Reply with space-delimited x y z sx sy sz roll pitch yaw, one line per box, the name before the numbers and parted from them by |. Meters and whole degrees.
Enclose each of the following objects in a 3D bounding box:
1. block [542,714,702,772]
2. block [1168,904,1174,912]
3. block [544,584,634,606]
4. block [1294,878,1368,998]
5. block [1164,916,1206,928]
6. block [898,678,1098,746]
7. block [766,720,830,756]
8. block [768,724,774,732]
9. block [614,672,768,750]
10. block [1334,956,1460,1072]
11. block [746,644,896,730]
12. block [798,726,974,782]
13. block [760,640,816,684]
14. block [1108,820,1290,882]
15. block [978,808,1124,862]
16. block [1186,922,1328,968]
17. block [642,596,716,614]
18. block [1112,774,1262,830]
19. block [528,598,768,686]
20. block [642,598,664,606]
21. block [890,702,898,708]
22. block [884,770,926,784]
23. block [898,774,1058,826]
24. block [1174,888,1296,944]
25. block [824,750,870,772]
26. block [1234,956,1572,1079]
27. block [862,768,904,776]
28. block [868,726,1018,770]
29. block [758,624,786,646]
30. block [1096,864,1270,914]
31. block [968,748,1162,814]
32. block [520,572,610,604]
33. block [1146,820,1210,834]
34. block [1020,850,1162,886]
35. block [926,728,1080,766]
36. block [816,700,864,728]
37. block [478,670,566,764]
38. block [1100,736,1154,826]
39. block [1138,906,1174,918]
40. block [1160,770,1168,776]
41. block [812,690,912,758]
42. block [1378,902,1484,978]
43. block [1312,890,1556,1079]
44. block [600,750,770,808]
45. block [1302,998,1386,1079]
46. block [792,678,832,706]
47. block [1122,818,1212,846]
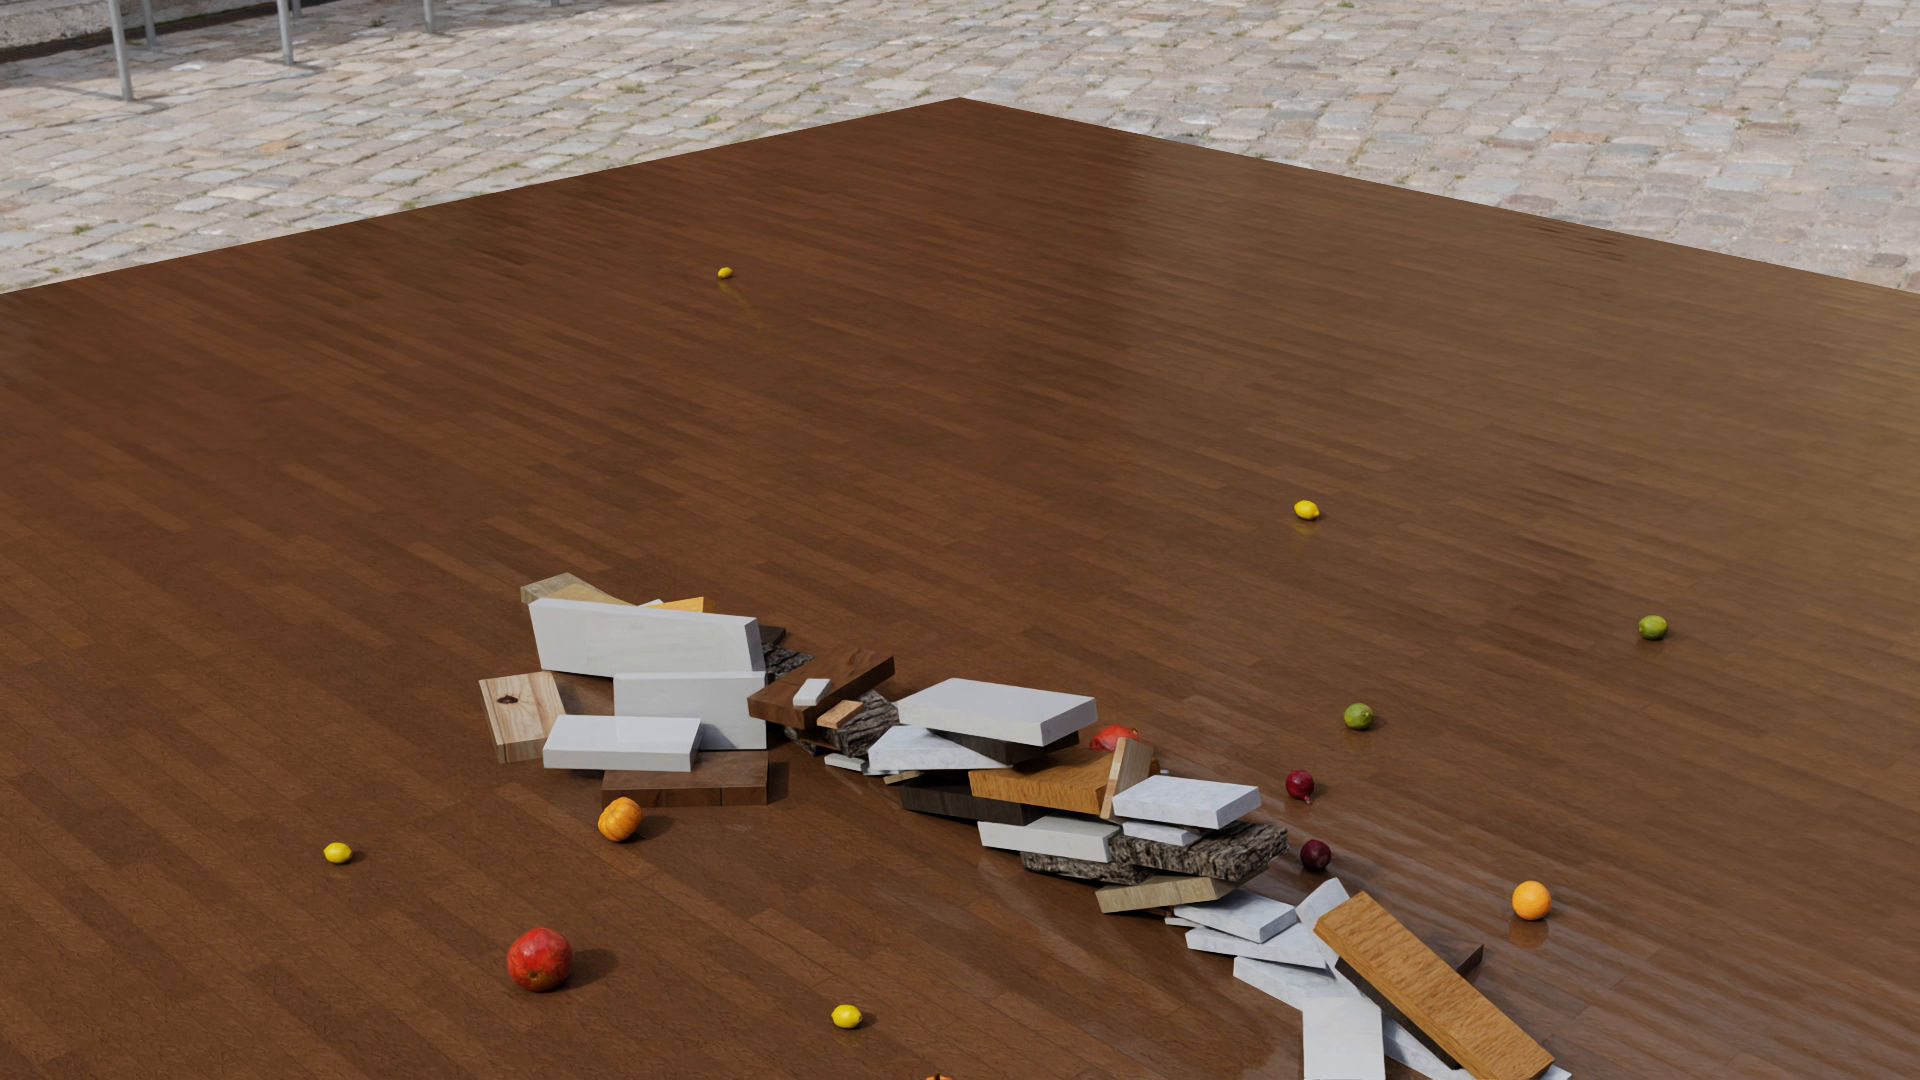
block | -0.703 0.424 4.594 0.304 0.043 0.152 1 23 3
block | 0.436 0.677 4.040 0.049 0.014 0.097 -21 21 -40
block | -0.865 0.176 5.198 0.272 0.039 0.136 17 28 34
block | 0.667 0.695 3.792 0.101 0.203 0.029 -30 -2 -42
block | 0.429 0.696 4.057 0.049 0.014 0.097 -22 11 -41
block | 0.070 0.331 4.266 0.376 0.046 0.162 5 17 43
block | -0.354 0.374 4.766 0.239 0.034 0.119 32 37 30
block | -0.459 0.329 4.868 0.239 0.034 0.119 34 38 31
block | -0.573 0.365 4.690 0.319 0.159 0.045 -1 14 -2
block | 0.772 0.767 3.705 0.130 0.037 0.259 -22 51 -41
block | -0.291 0.308 4.654 0.152 0.043 0.304 10 25 35
block | -0.128 0.410 4.581 0.422 0.042 0.148 10 25 36
block | -0.434 0.271 4.852 0.238 0.034 0.119 15 27 29
block | 0.432 0.553 3.992 0.151 0.043 0.302 -21 14 -40
block | 0.216 0.551 4.239 0.174 0.049 0.348 -21 13 -39
block | 0.554 0.712 3.923 0.101 0.029 0.313 -22 13 -41
block | -0.675 0.215 4.975 0.272 0.136 0.039 -10 -21 34
block | 0.409 0.473 3.983 0.123 0.035 0.246 -21 15 -42
block | -0.699 0.232 4.889 0.622 0.159 0.045 4 22 32
block | -0.592 0.258 4.987 0.071 0.020 0.414 -20 44 -39
block | -0.141 0.381 4.838 0.141 0.020 0.071 -4 23 -8
block | -0.100 0.478 4.546 0.109 0.015 0.054 -19 4 37
block | 0.061 0.500 4.396 0.174 0.049 0.348 -21 15 -41
block | 0.495 0.669 3.964 0.101 0.029 0.202 -21 21 -39
block | -0.228 0.462 4.625 0.109 0.015 0.054 6 21 43
block | 0.746 0.827 3.765 0.130 0.037 0.601 -21 31 -40
block | -0.148 0.471 4.580 0.109 0.015 0.054 -8 12 45
block | -0.017 0.411 4.374 0.297 0.042 0.149 -3 13 19
block | -0.468 0.240 5.170 0.071 0.020 0.141 7 24 15
block | 0.407 0.626 4.047 0.151 0.043 0.302 -21 2 -41
block | 0.199 0.456 4.225 0.174 0.049 0.348 -21 15 -40
block | -0.791 0.218 5.198 0.136 0.039 0.705 -19 30 -38
block | 0.412 0.499 3.999 0.077 0.022 0.154 -18 13 -32
block | 0.273 0.595 4.188 0.151 0.043 0.302 -21 13 -40
block | 0.079 0.365 4.319 0.162 0.046 0.323 -14 14 -27
block | -0.247 0.360 4.546 0.050 0.014 0.100 7 24 31
block | -0.948 0.383 4.799 0.159 0.045 0.319 -7 24 -17
block | 0.310 0.450 4.075 0.077 0.154 0.022 24 -16 -39
block | 0.374 0.682 4.109 0.049 0.014 0.097 -21 18 -40
block | 0.377 0.498 4.522 0.100 0.050 0.014 -1 23 -1
block | -0.230 0.365 4.607 0.148 0.042 0.297 -15 22 -24
block | 0.809 0.731 3.993 0.246 0.035 0.123 18 29 36
block | 0.785 0.756 3.663 0.123 0.035 0.421 -21 50 -40
block | -0.564 0.494 4.541 0.334 0.043 0.152 -1 23 -2
block | 0.635 0.858 3.637 0.130 0.037 0.259 -2 29 9
block | -0.307 0.315 4.557 0.050 0.014 0.100 0 21 16
block | 0.378 0.525 4.016 0.077 0.022 0.154 -20 14 -36
